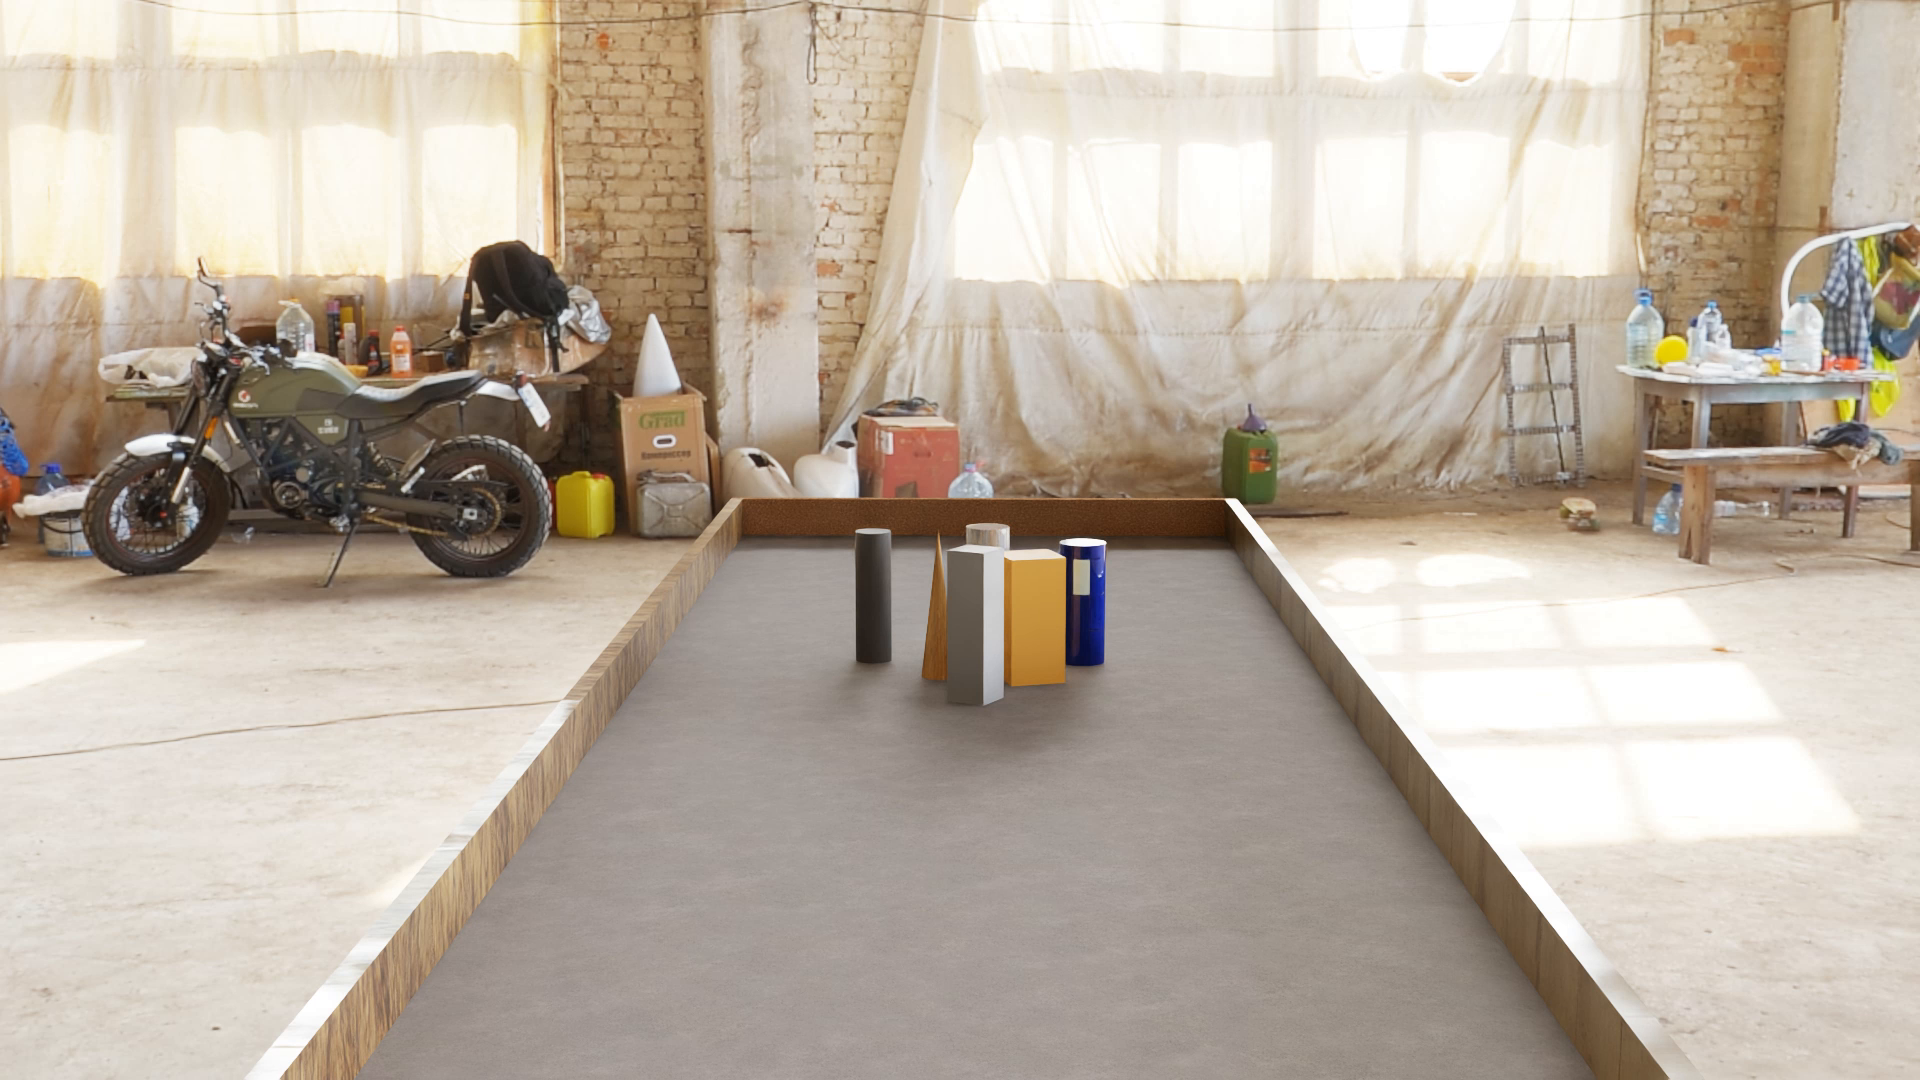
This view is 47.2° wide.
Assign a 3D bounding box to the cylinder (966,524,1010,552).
[{"bbox_3d":[0.084,0.161,6.685,0.132,0.409,0.132,0,9,0],"label":"cylinder"}]

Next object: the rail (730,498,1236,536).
[{"bbox_3d":[0.099,-0.098,9.147,2.100,0.150,0.050,0,9,1],"label":"rail"}]

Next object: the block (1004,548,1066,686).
[{"bbox_3d":[0.203,0.224,6.417,0.164,0.368,0.164,-3,9,-16],"label":"block"}]

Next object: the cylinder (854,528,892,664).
[{"bbox_3d":[-0.263,0.169,6.674,0.109,0.397,0.109,0,9,0],"label":"cylinder"}]

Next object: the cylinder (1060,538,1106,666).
[{"bbox_3d":[0.370,0.188,6.657,0.141,0.366,0.141,0,9,0],"label":"cylinder"}]

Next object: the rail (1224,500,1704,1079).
[{"bbox_3d":[1.046,0.843,3.208,0.050,0.150,12.000,0,9,1],"label":"rail"}]

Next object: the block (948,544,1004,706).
[{"bbox_3d":[0.044,0.236,6.150,0.116,0.428,0.116,5,10,29],"label":"block"}]

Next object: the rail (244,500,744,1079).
[{"bbox_3d":[-1.004,0.839,3.234,0.050,0.150,12.000,0,9,1],"label":"rail"}]

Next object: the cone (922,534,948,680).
[{"bbox_3d":[-0.063,0.183,6.445,0.101,0.440,0.101,0,9,0],"label":"cone"}]
